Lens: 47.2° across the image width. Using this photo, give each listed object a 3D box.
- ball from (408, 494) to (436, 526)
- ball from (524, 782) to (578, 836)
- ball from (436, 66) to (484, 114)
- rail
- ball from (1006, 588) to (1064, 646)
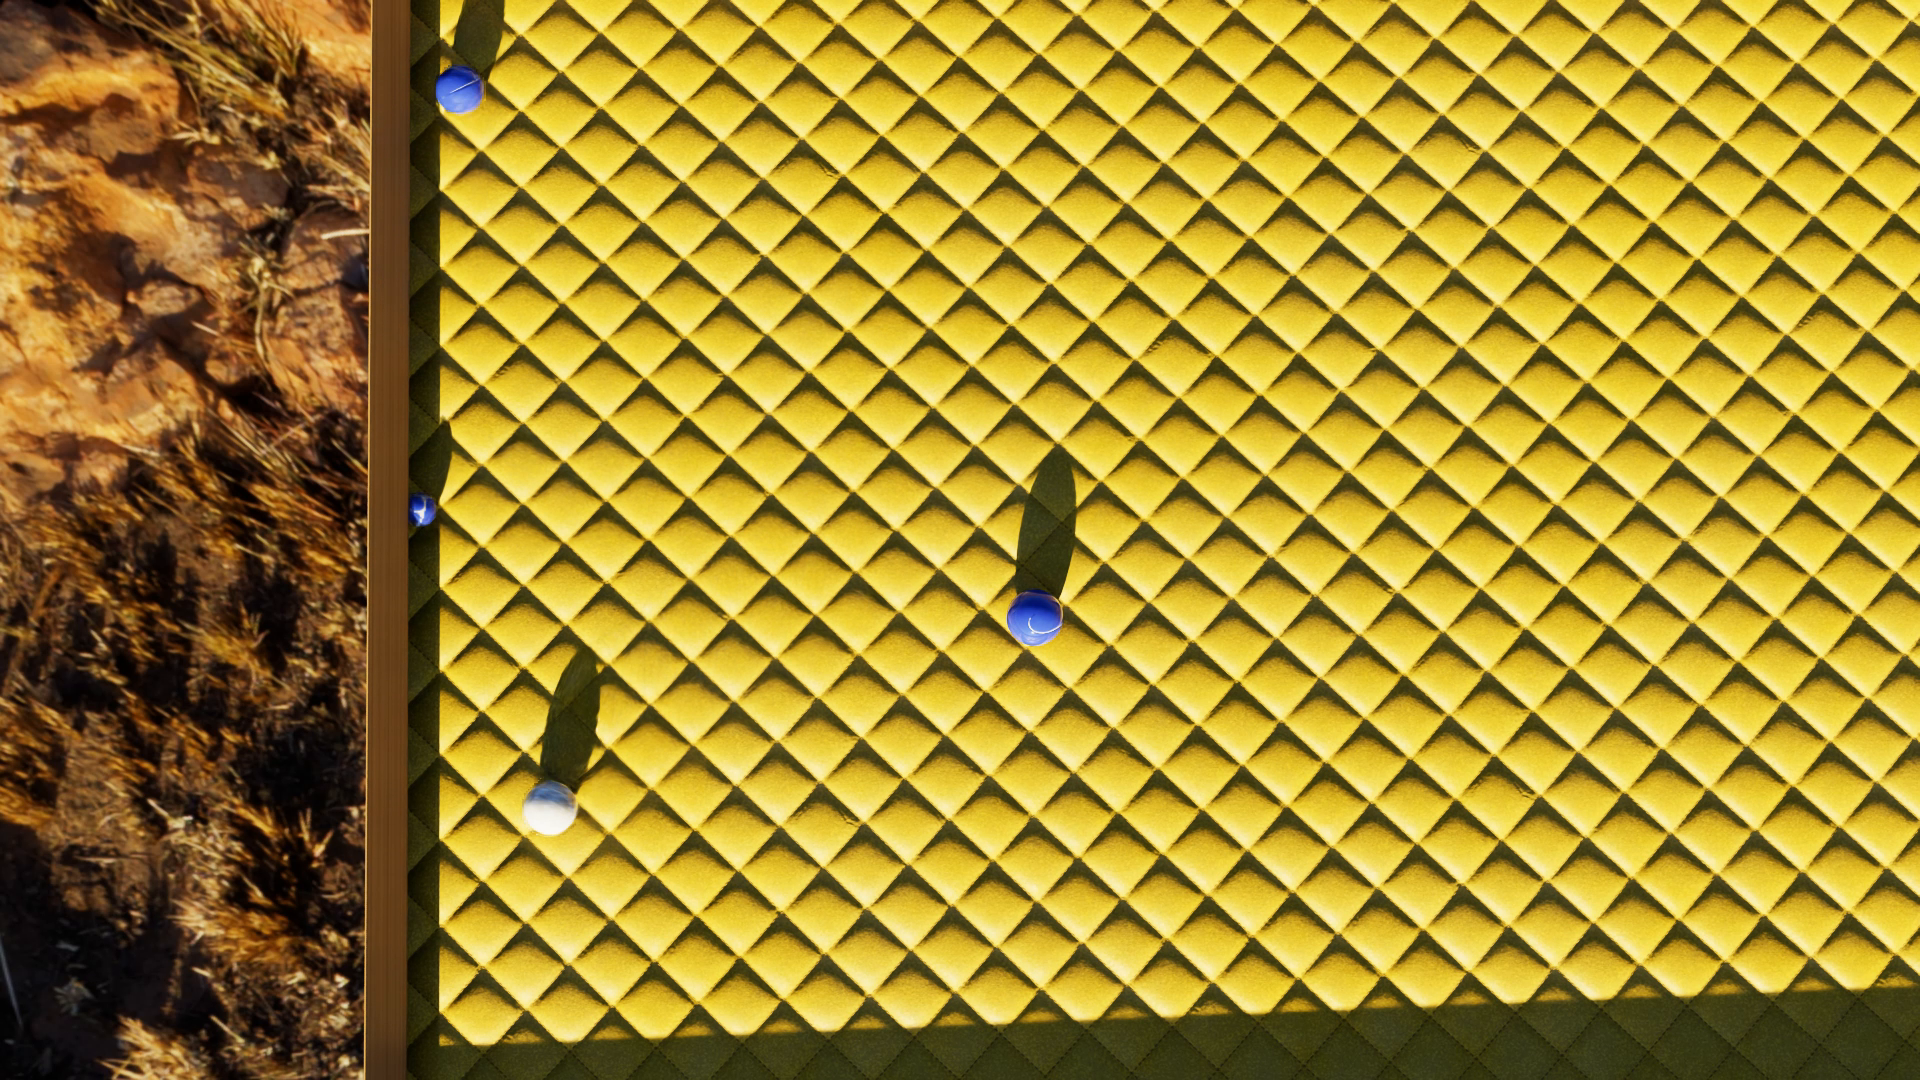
[{"bbox_3d":[-0.811,-0.045,3.301,0.050,0.050,0.050,0,80,0],"label":"ball"},{"bbox_3d":[-0.598,0.391,3.210,0.078,0.078,0.078,0,80,0],"label":"ball"},{"bbox_3d":[-0.774,-0.696,3.403,0.074,0.074,0.074,0,80,0],"label":"ball"},{"bbox_3d":[-0.840,0.029,3.256,0.045,0.110,2.073,-2,80,0],"label":"rail"},{"bbox_3d":[0.111,0.115,3.255,0.085,0.085,0.085,0,80,0],"label":"ball"}]
